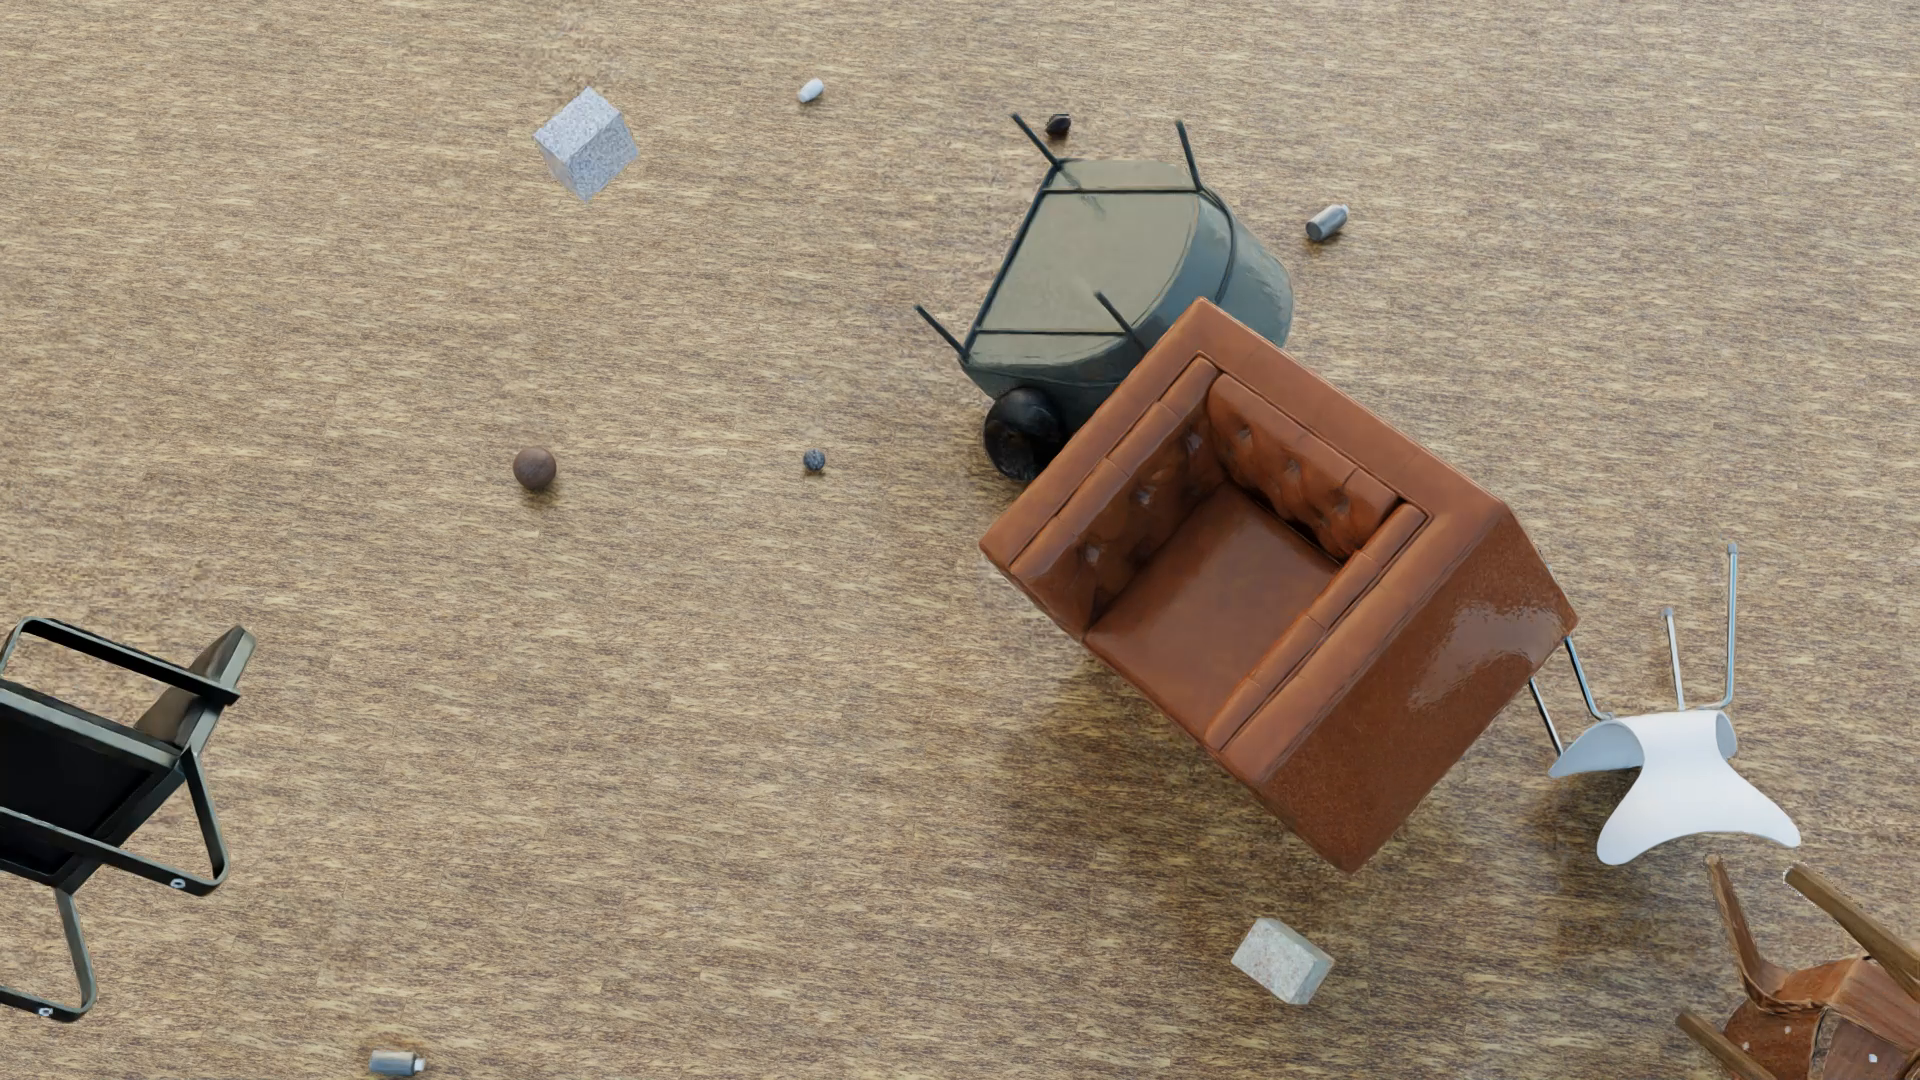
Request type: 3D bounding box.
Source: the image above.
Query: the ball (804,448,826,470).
[{"bbox_3d":[-0.444,-0.244,6.697,0.067,0.067,0.067,0,56,0],"label":"ball"}]

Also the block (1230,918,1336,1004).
[{"bbox_3d":[0.798,1.038,5.423,0.174,0.191,0.130,34,93,25],"label":"block"}]

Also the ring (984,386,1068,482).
[{"bbox_3d":[0.195,-0.313,6.545,0.259,0.390,0.143,39,63,10],"label":"ring"}]

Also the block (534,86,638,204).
[{"bbox_3d":[-1.103,-1.168,6.504,0.141,0.226,0.223,41,78,20],"label":"block"}]
